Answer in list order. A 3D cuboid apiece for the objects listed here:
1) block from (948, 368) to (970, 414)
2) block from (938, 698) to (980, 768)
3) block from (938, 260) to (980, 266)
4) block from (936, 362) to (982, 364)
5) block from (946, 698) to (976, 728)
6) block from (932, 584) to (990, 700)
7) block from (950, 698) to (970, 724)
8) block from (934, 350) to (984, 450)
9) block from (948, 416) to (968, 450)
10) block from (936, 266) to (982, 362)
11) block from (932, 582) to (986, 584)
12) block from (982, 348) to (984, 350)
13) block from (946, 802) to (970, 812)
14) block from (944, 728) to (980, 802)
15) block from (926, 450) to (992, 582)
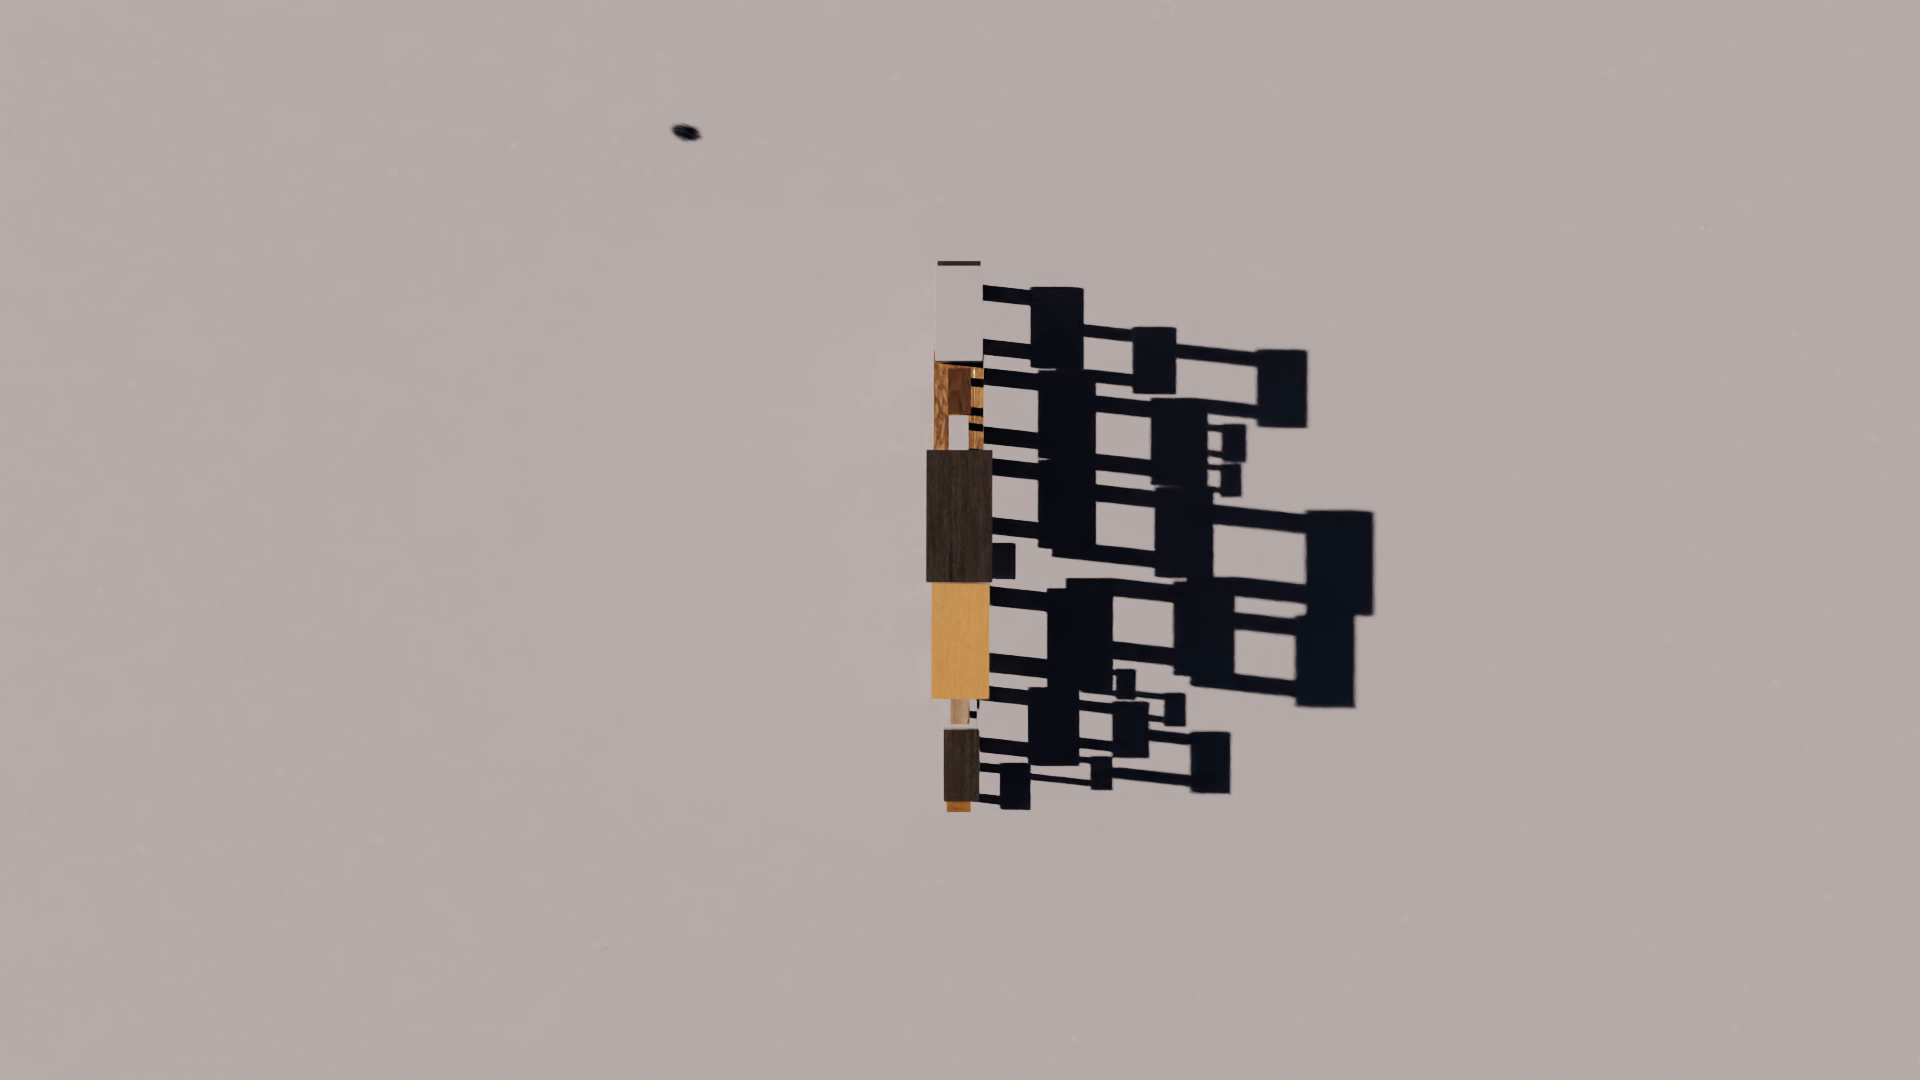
[{"bbox_3d":[-0.002,-0.424,4.693,0.064,0.018,0.129,0,90,0],"label":"block"},{"bbox_3d":[-0.002,0.588,5.221,0.130,0.037,0.260,0,90,0],"label":"block"},{"bbox_3d":[-0.003,-0.744,5.211,0.135,0.038,0.270,0,90,0],"label":"block"},{"bbox_3d":[-0.003,-0.537,4.701,0.131,0.261,0.037,0,90,0],"label":"block"},{"bbox_3d":[0.004,0.570,5.002,0.094,0.027,0.188,0,90,0],"label":"block"},{"bbox_3d":[0.001,0.271,4.430,0.154,0.044,0.308,0,90,0],"label":"block"},{"bbox_3d":[0.000,0.487,4.868,0.056,0.016,0.113,0,90,0],"label":"block"},{"bbox_3d":[-0.004,-0.408,4.852,0.146,0.041,0.292,0,90,0],"label":"block"},{"bbox_3d":[-0.003,-0.299,4.701,0.056,0.016,0.112,0,90,0],"label":"block"},{"bbox_3d":[-0.003,-0.623,4.552,0.130,0.037,0.261,0,90,0],"label":"block"},{"bbox_3d":[-0.002,0.205,4.781,0.158,0.045,0.315,0,90,0],"label":"block"},{"bbox_3d":[0.001,-0.457,5.186,0.147,0.042,0.293,0,90,0],"label":"block"},{"bbox_3d":[-0.004,0.801,5.333,0.078,0.022,0.156,0,90,0],"label":"block"},{"bbox_3d":[0.004,0.651,4.768,0.103,0.029,0.206,0,90,0],"label":"block"},{"bbox_3d":[-0.002,-0.063,4.384,0.175,0.050,0.350,0,90,0],"label":"block"}]
